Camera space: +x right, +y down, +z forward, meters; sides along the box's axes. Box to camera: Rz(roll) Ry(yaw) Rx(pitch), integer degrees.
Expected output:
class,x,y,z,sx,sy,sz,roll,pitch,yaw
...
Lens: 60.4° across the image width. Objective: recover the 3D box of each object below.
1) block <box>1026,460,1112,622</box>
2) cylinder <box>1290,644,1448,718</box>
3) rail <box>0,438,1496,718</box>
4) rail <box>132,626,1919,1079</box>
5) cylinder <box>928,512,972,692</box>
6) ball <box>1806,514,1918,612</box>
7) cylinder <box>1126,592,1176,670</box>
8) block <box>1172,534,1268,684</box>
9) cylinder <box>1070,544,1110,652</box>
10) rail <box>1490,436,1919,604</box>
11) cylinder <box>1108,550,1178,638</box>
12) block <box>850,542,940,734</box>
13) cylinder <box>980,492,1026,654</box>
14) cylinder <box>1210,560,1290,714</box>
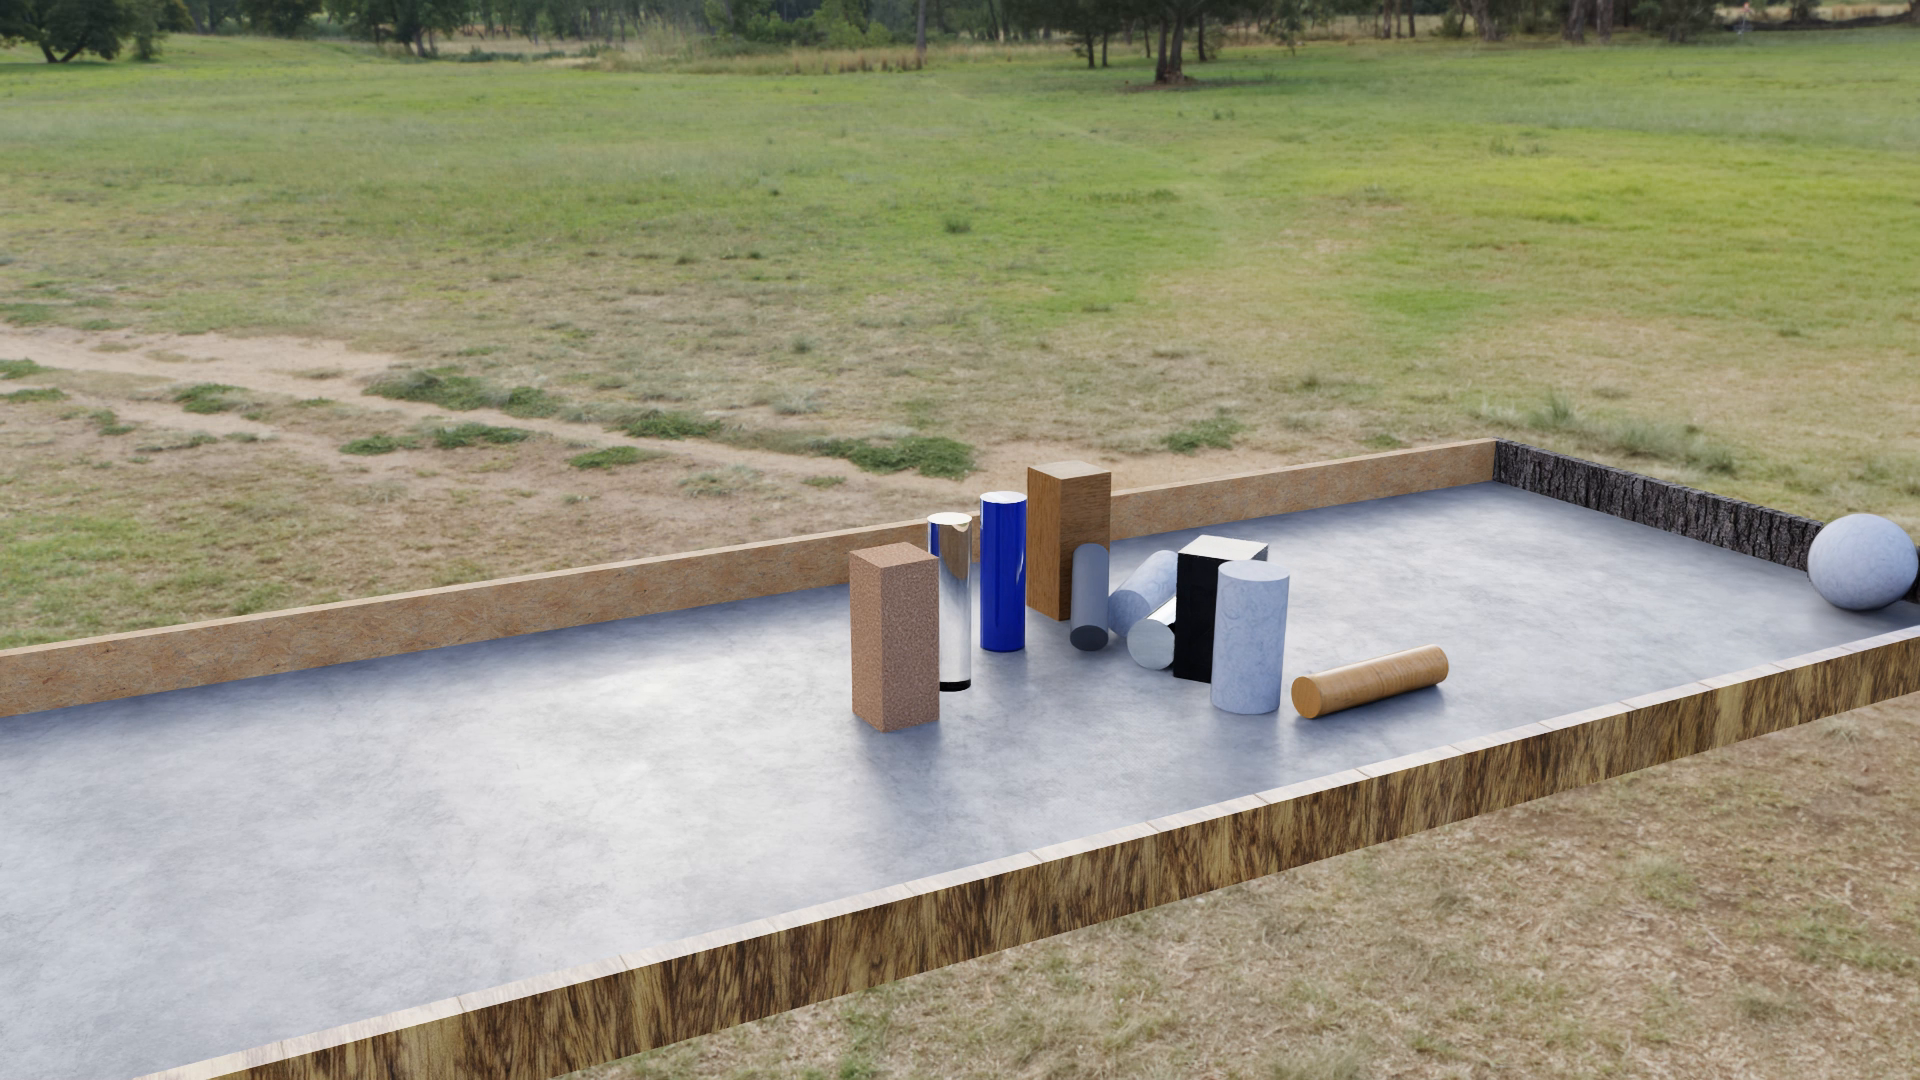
class,x,y,z,sx,sy,sz,roll,pitch,yaw
block,0.303,-0.001,4.636,0.168,0.408,0.168,-9,19,-29
cylinder,1.001,0.341,4.016,0.429,0.101,0.101,-10,19,-30
rail,-3.305,0.497,3.399,12.000,0.150,0.050,-9,18,-27
rail,-2.336,1.006,1.665,12.000,0.150,0.050,-9,18,-27
cylinder,-0.025,0.154,4.067,0.108,0.431,0.108,0,16,0
ball,2.543,0.064,4.649,0.276,0.276,0.276,0,16,0
cylinder,0.579,0.219,4.368,0.137,0.137,0.380,9,18,27
block,0.658,0.178,4.163,0.175,0.330,0.175,9,18,27
cylinder,0.349,0.151,4.430,0.101,0.101,0.309,1,44,5
rail,2.466,-0.048,5.253,0.050,0.150,2.100,-9,18,-27
cylinder,0.525,0.147,4.615,0.136,0.136,0.395,7,18,21
block,-0.153,0.226,3.872,0.153,0.402,0.153,-10,19,-30
cylinder,0.113,0.085,4.341,0.122,0.409,0.122,0,16,0
cylinder,0.696,0.232,3.968,0.169,0.334,0.169,1,16,0
